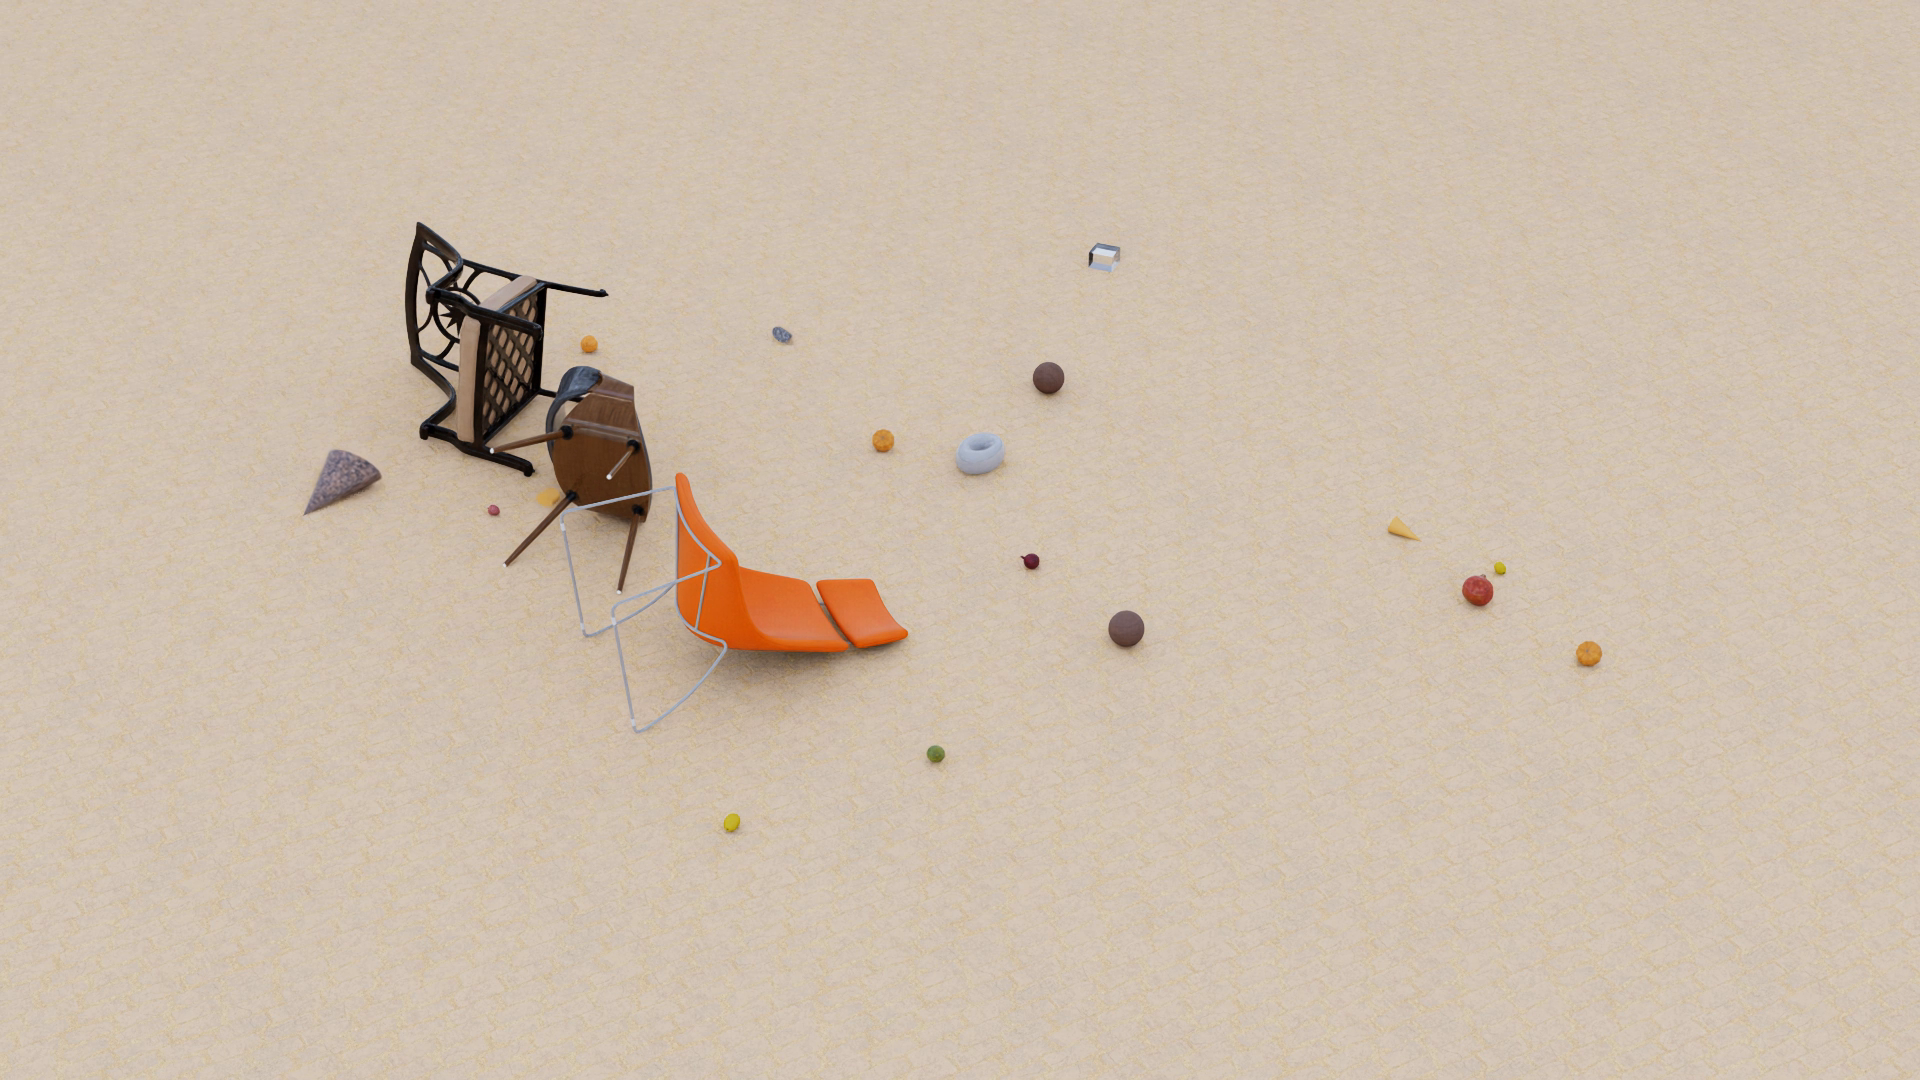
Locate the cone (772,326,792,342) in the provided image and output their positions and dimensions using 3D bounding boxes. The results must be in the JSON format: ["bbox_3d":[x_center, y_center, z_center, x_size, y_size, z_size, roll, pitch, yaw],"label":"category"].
[{"bbox_3d":[-0.722,-0.854,12.216,0.069,0.059,0.108,-1,23,-47],"label":"cone"}]

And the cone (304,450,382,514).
[{"bbox_3d":[-2.404,-0.190,11.174,0.264,0.130,0.311,19,50,26],"label":"cone"}]

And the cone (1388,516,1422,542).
[{"bbox_3d":[1.672,-0.027,10.955,0.134,0.067,0.065,33,24,20],"label":"cone"}]

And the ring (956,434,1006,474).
[{"bbox_3d":[0.079,-0.335,11.363,0.170,0.101,0.226,26,40,31],"label":"ring"}]

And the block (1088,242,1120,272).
[{"bbox_3d":[0.628,-1.228,12.741,0.109,0.074,0.099,14,36,20],"label":"block"}]

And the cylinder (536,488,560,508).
[{"bbox_3d":[-1.563,-0.162,11.135,0.074,0.060,0.050,-1,26,35],"label":"cylinder"}]
